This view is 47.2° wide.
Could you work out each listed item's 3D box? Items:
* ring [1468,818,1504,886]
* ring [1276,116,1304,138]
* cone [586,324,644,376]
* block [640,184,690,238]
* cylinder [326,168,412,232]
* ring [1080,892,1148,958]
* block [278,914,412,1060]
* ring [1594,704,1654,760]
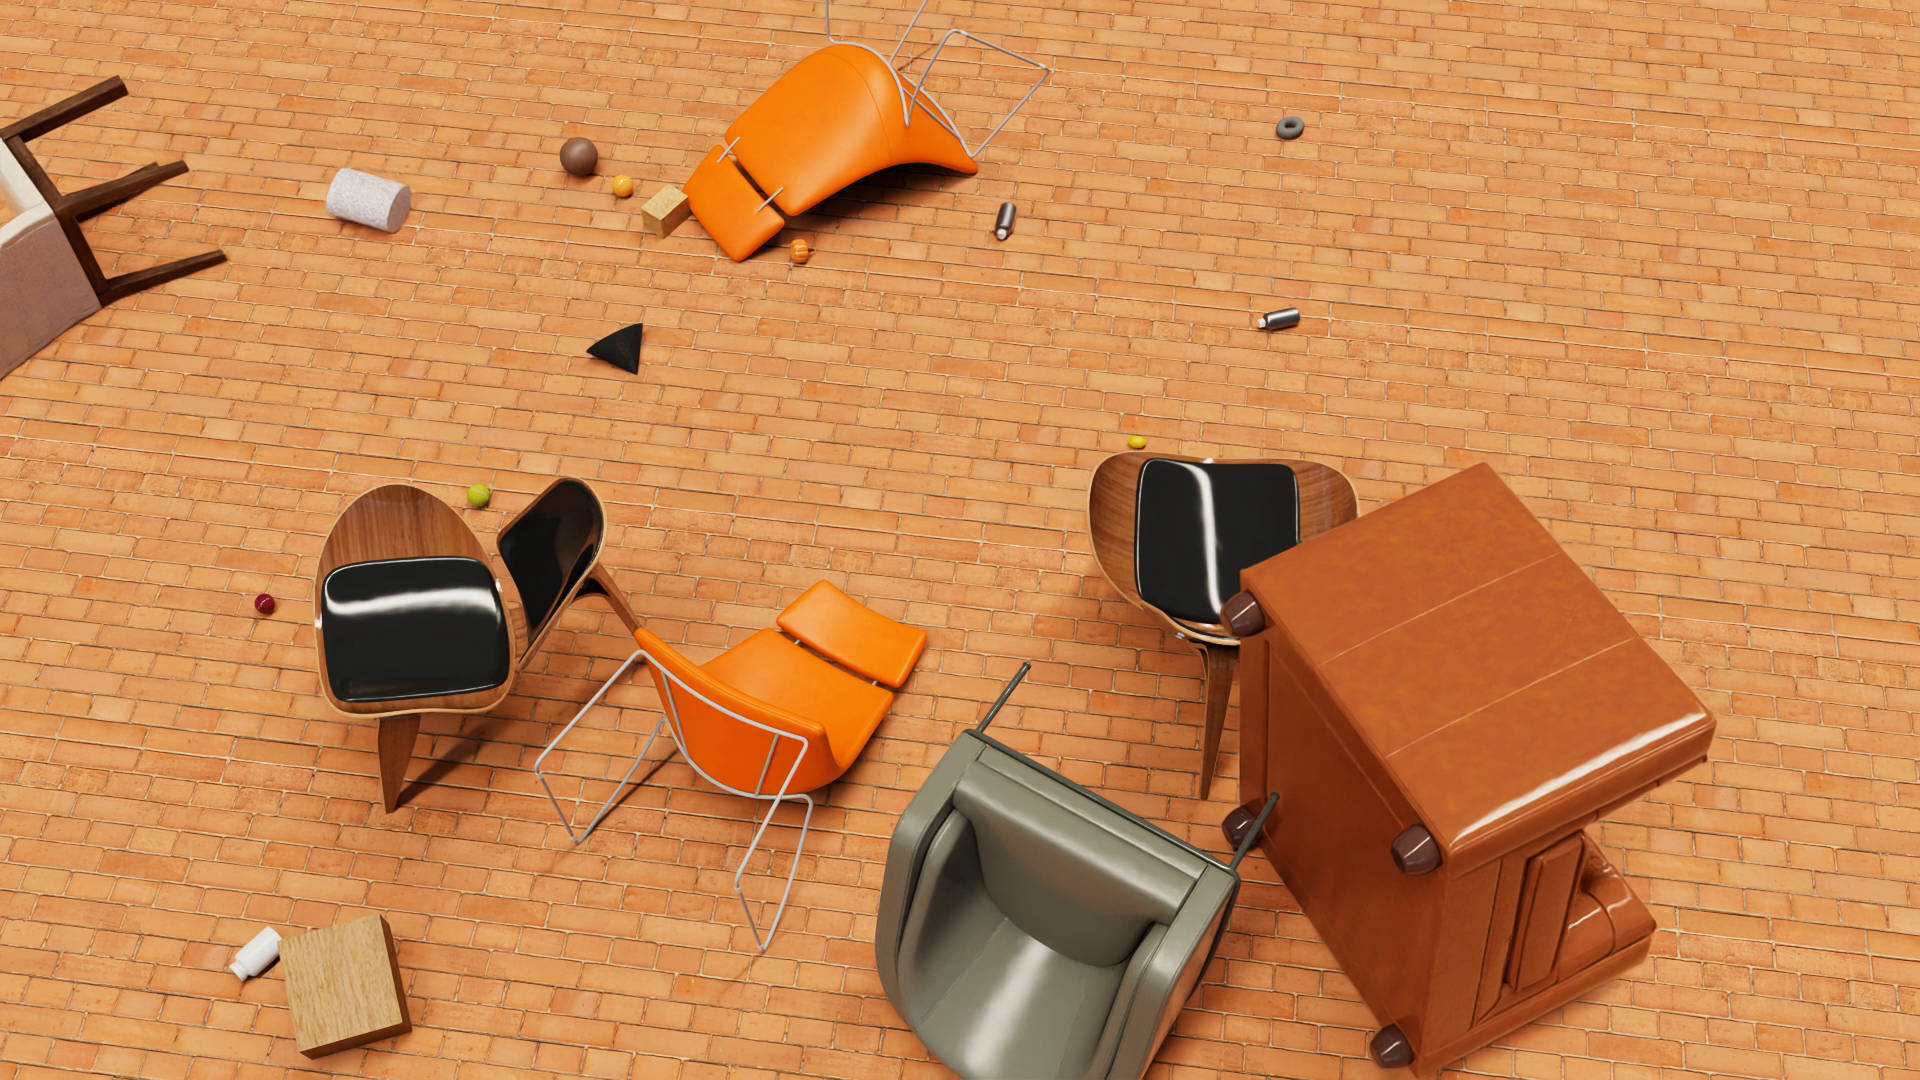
[{"bbox_3d":[1.429,0.845,5.973,0.095,0.057,0.213,12,56,10],"label":"ring"},{"bbox_3d":[1.125,-1.405,7.495,0.107,0.037,0.083,-29,59,-19],"label":"ring"},{"bbox_3d":[-1.053,-0.578,6.934,0.206,0.096,0.144,-29,79,-19],"label":"cone"},{"bbox_3d":[-0.968,-1.082,7.244,0.088,0.093,0.134,33,62,20],"label":"block"},{"bbox_3d":[-1.948,-1.121,7.248,0.225,0.127,0.169,17,72,11],"label":"cylinder"},{"bbox_3d":[0.409,1.024,5.855,0.171,0.053,0.200,-30,62,-20],"label":"ring"},{"bbox_3d":[-1.583,1.151,5.665,0.261,0.162,0.289,-14,72,-10],"label":"block"},{"bbox_3d":[1.868,0.538,6.180,0.217,0.056,0.125,-36,64,-21],"label":"ring"}]
